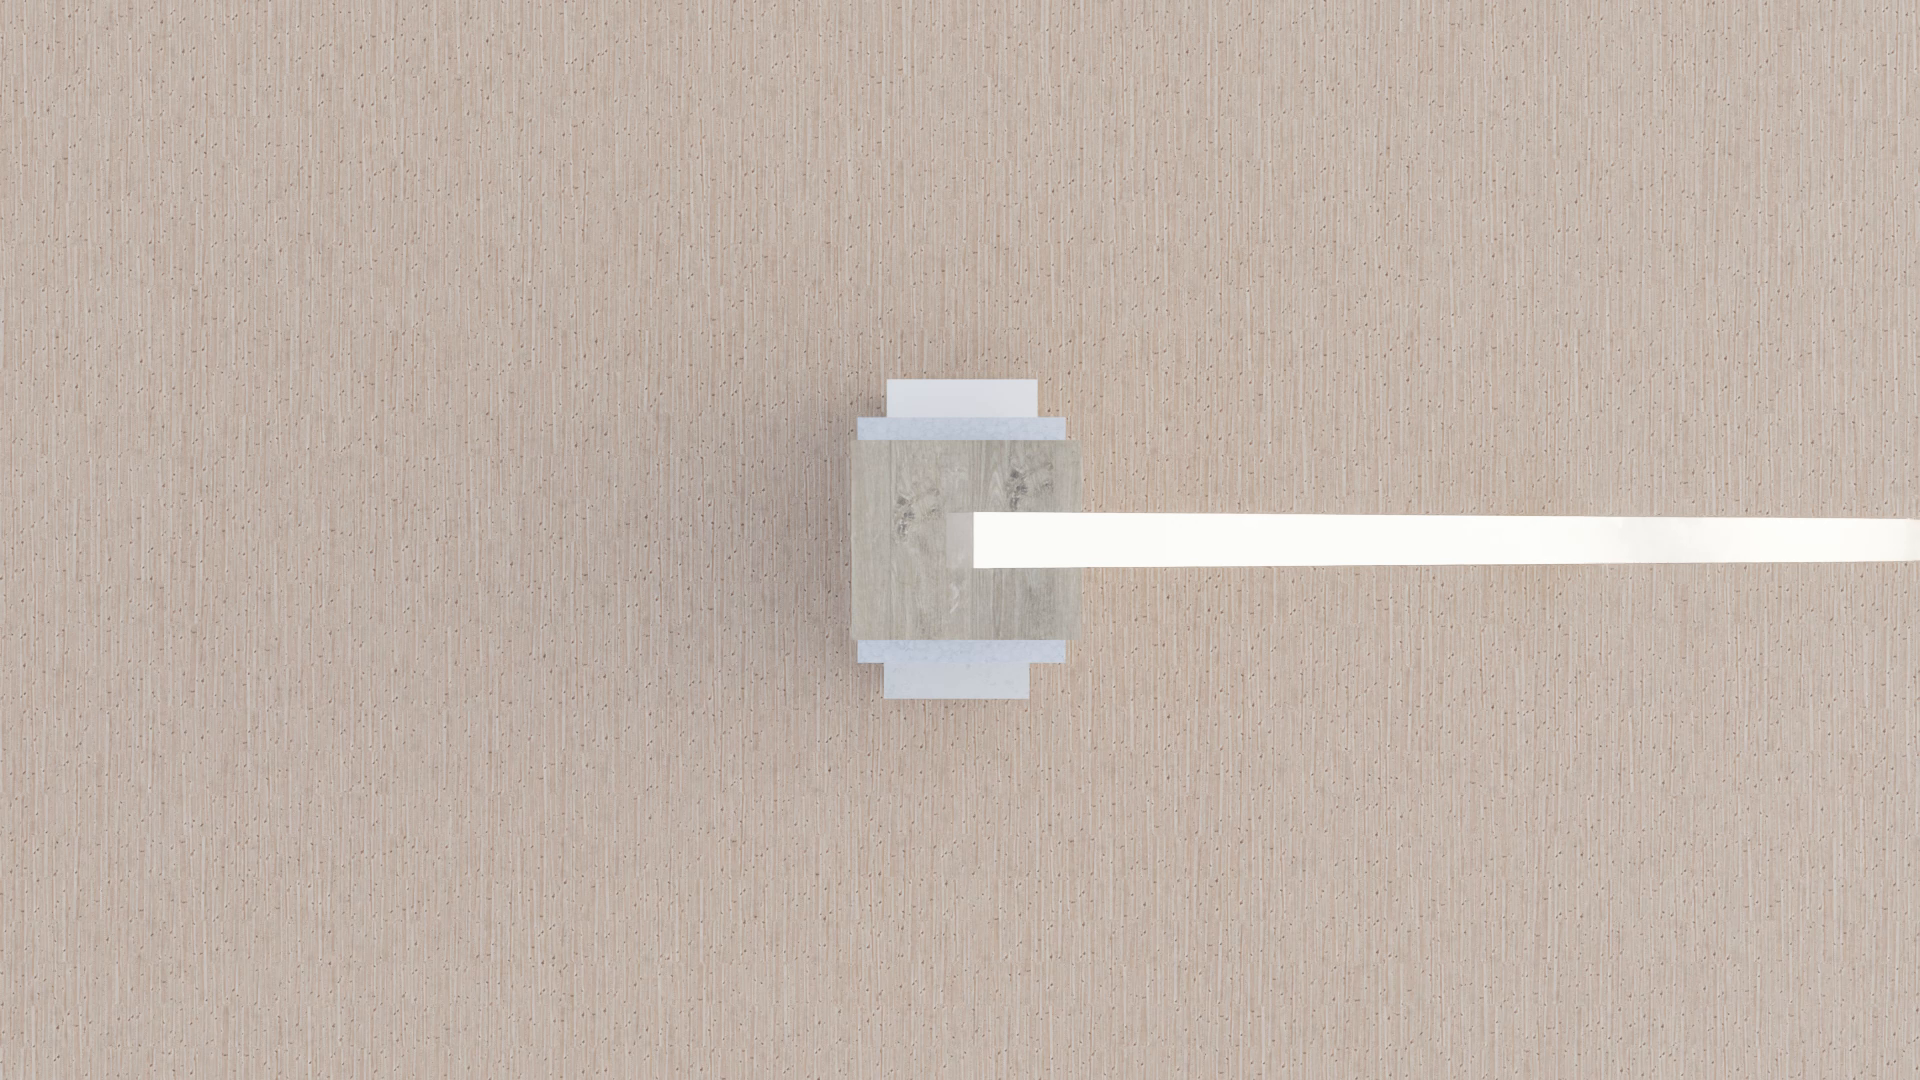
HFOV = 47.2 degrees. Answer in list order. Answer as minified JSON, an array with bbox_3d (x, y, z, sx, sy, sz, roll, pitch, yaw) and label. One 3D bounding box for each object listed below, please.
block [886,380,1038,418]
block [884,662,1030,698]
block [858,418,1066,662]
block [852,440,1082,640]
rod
[{"bbox_3d":[0.012,-0.400,12.492,0.820,1.016,0.951,0,90,0],"label":"block"},{"bbox_3d":[-0.018,0.481,12.570,0.803,0.860,0.791,0,90,0],"label":"block"},{"bbox_3d":[0.005,0.000,8.261,0.737,0.917,0.871,0,90,0],"label":"block"},{"bbox_3d":[0.019,0.000,6.982,0.698,0.602,0.607,0,90,0],"label":"block"},{"bbox_3d":[2.234,0.000,4.539,5.200,0.080,0.080,0,90,-31],"label":"rod"}]
